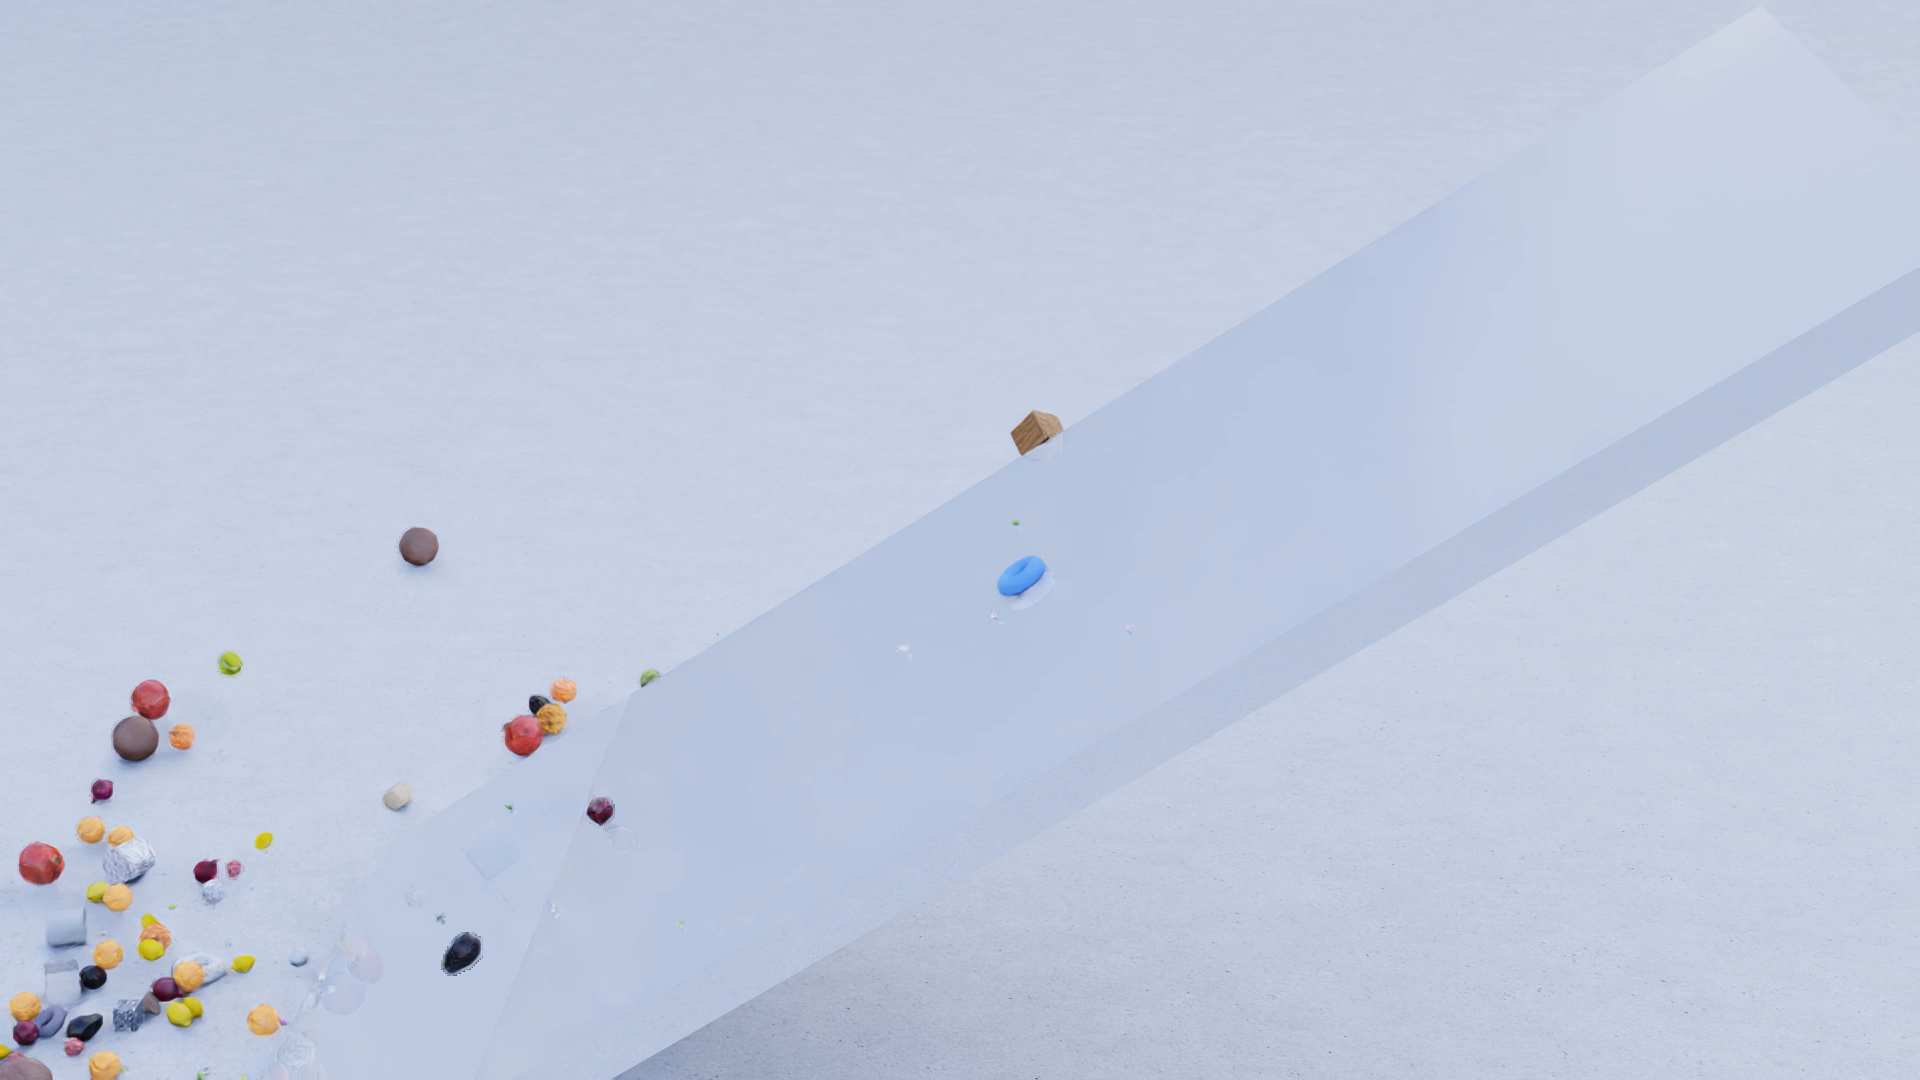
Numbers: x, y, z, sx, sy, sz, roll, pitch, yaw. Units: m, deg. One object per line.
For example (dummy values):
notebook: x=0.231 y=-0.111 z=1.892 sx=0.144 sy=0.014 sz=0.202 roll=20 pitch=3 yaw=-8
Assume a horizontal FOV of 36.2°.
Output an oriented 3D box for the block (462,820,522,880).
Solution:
block: x=-1.096 y=0.726 z=6.881 sx=0.092 sy=0.092 sz=0.092 roll=-38 pitch=15 yaw=-10

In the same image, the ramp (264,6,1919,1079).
ramp: x=0.138 y=0.171 z=6.298 sx=4.000 sy=0.100 sz=2.000 roll=-31 pitch=16 yaw=14

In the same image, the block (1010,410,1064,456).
block: x=0.199 y=-0.252 z=7.276 sx=0.090 sy=0.090 sz=0.090 roll=10 pitch=45 yaw=-44

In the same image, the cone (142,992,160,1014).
cone: x=-1.953 y=1.117 z=7.023 sx=0.061 sy=0.061 sz=0.061 roll=-25 pitch=18 yaw=10

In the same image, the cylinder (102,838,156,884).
cylinder: x=-2.167 y=0.835 z=7.670 sx=0.094 sy=0.094 sz=0.094 roll=10 pitch=20 yaw=26

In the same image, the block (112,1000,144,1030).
block: x=-1.970 y=1.125 z=6.965 sx=0.054 sy=0.054 sz=0.054 roll=0 pitch=21 yaw=1

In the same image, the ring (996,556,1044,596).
ring: x=0.130 y=0.078 z=6.335 sx=0.116 sy=0.039 sz=0.116 roll=-32 pitch=17 yaw=11

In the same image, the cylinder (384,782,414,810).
cylinder: x=-1.540 y=0.702 z=8.067 sx=0.059 sy=0.059 sz=0.059 roll=10 pitch=24 yaw=24

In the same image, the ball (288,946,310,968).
ball: x=-1.616 y=1.019 z=7.190 sx=0.051 sy=0.051 sz=0.051 roll=0 pitch=21 yaw=0

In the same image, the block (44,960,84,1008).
block: x=-2.158 y=1.069 z=7.077 sx=0.079 sy=0.079 sz=0.079 roll=-7 pitch=22 yaw=-18

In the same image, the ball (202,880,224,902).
ball: x=-1.918 y=0.901 z=7.555 sx=0.057 sy=0.057 sz=0.057 roll=0 pitch=21 yaw=0

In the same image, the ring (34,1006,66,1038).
ring: x=-2.145 y=1.135 z=6.930 sx=0.086 sy=0.029 sz=0.086 roll=-22 pitch=38 yaw=19

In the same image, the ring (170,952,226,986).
ring: x=-1.861 y=1.047 z=7.186 sx=0.131 sy=0.044 sz=0.131 roll=-1 pitch=19 yaw=0
